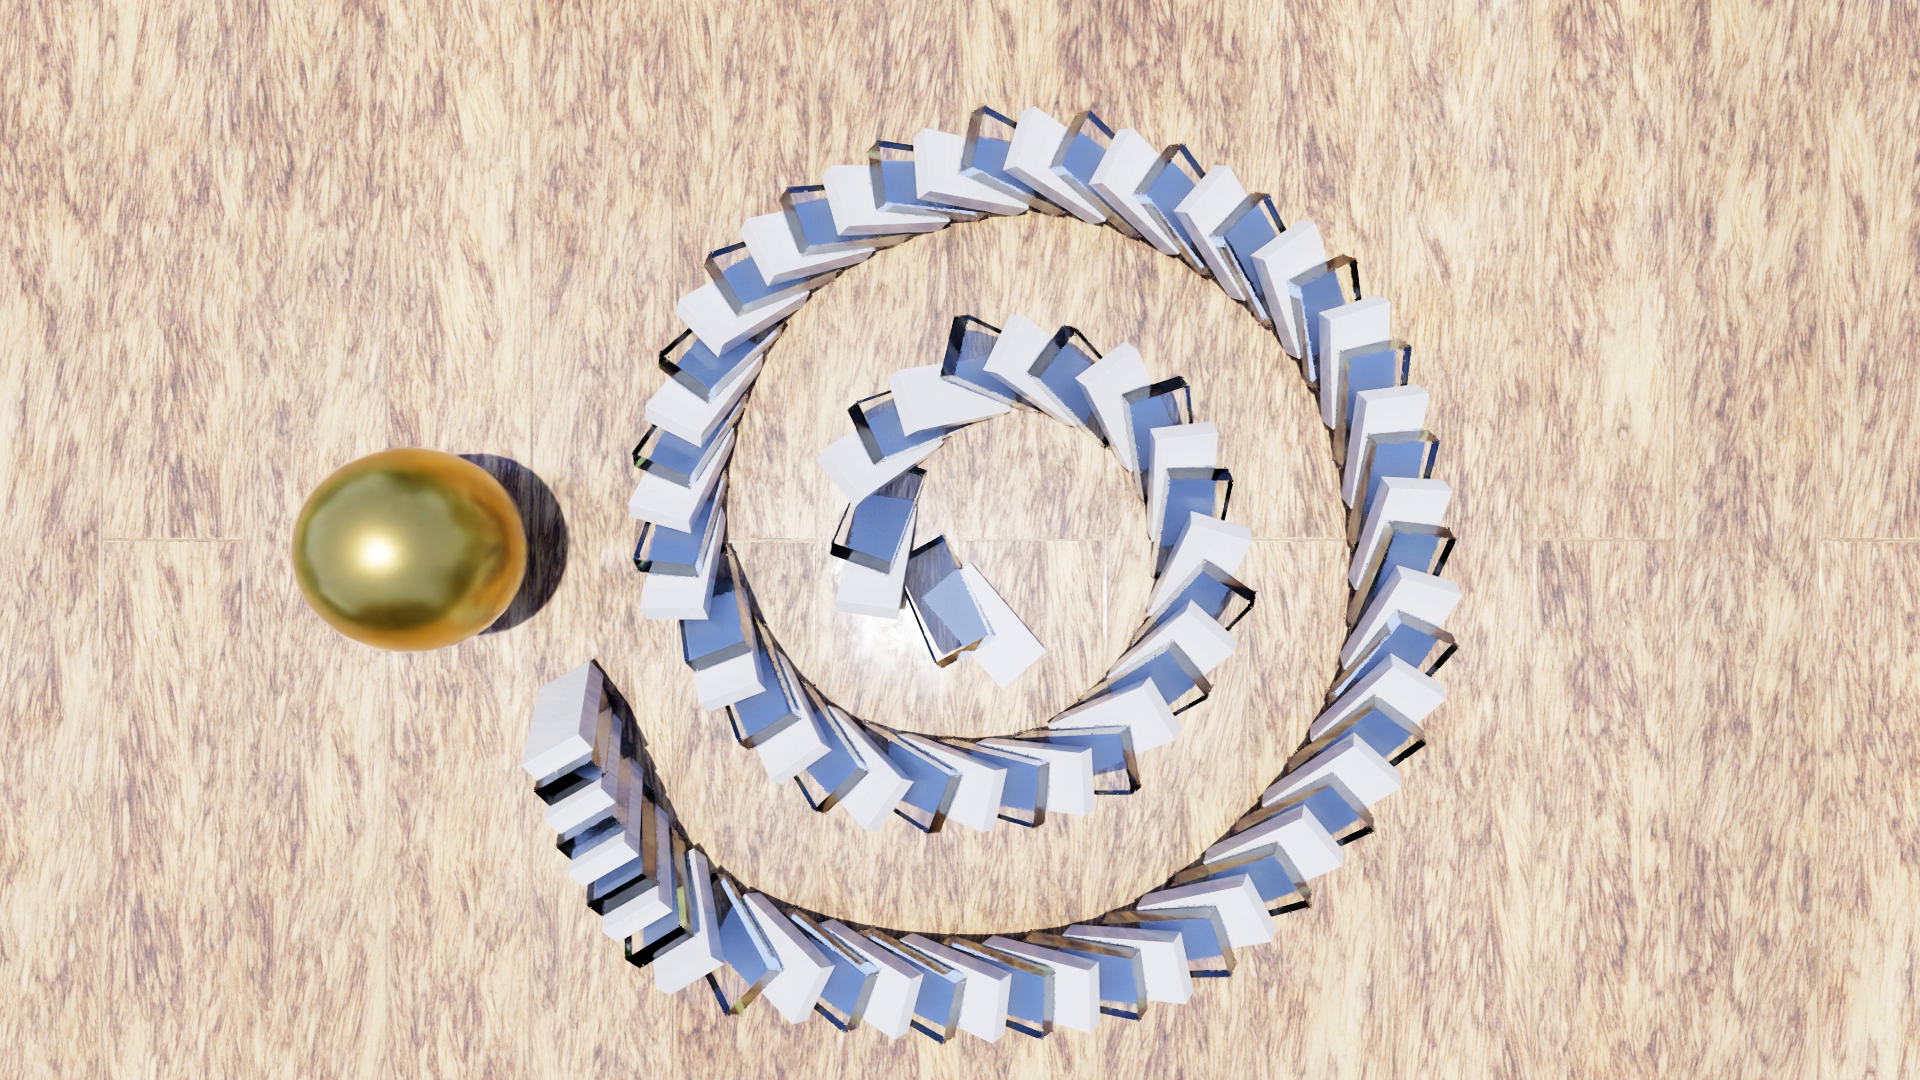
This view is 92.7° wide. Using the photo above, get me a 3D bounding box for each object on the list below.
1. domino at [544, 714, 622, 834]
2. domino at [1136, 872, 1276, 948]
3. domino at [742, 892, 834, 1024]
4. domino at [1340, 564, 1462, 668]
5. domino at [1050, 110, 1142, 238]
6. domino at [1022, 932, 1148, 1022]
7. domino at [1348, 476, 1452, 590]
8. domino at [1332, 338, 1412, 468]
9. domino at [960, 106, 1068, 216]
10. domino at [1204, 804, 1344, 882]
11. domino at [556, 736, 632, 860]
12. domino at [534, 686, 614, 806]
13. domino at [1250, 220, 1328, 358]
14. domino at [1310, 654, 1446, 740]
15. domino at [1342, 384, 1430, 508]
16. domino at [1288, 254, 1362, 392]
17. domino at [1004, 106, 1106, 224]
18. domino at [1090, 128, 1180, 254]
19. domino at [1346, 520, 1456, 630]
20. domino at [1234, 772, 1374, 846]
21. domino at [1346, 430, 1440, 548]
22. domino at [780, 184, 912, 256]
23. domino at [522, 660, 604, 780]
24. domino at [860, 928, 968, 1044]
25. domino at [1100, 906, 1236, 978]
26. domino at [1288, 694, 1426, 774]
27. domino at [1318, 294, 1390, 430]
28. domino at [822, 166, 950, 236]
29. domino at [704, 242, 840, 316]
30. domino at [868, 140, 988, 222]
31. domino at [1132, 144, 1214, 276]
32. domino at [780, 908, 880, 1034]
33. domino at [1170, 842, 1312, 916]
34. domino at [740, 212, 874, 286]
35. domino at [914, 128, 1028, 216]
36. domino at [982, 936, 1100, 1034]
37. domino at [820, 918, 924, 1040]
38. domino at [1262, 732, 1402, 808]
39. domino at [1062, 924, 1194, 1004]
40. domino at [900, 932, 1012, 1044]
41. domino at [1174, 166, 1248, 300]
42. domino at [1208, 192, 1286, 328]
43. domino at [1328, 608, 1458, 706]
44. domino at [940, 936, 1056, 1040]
[{"bbox_3d":[-0.154,0.094,0.376,0.025,0.050,0.010,-30,122,0],"label":"domino"},{"bbox_3d":[0.102,0.157,0.382,0.050,0.009,0.025,-28,90,34],"label":"domino"},{"bbox_3d":[-0.077,0.173,0.382,0.050,0.009,0.025,27,90,34],"label":"domino"},{"bbox_3d":[0.183,0.036,0.382,0.025,0.009,0.050,16,124,0],"label":"domino"},{"bbox_3d":[0.063,-0.152,0.382,0.050,0.010,0.025,27,90,-33],"label":"domino"},{"bbox_3d":[0.052,0.181,0.382,0.050,0.009,0.025,-7,90,33],"label":"domino"},{"bbox_3d":[0.183,-0.002,0.382,0.025,0.010,0.050,3,123,0],"label":"domino"},{"bbox_3d":[0.171,-0.056,0.382,0.025,0.010,0.050,-12,123,-1],"label":"domino"},{"bbox_3d":[0.025,-0.157,0.382,0.050,0.010,0.025,11,90,-34],"label":"domino"},{"bbox_3d":[0.130,0.132,0.383,0.025,0.009,0.050,50,123,0],"label":"domino"},{"bbox_3d":[-0.149,0.104,0.376,0.025,0.050,0.010,-30,122,0],"label":"domino"},{"bbox_3d":[-0.157,0.083,0.376,0.025,0.050,0.010,-29,122,0],"label":"domino"},{"bbox_3d":[0.142,-0.104,0.382,0.025,0.010,0.050,-35,124,0],"label":"domino"},{"bbox_3d":[0.173,0.072,0.382,0.025,0.010,0.050,32,123,0],"label":"domino"},{"bbox_3d":[0.177,-0.039,0.382,0.025,0.009,0.050,-7,123,0],"label":"domino"},{"bbox_3d":[0.154,-0.090,0.382,0.025,0.010,0.050,-26,124,-1],"label":"domino"},{"bbox_3d":[0.043,-0.155,0.382,0.050,0.009,0.025,17,90,-34],"label":"domino"},{"bbox_3d":[0.079,-0.144,0.382,0.050,0.009,0.025,29,90,-33],"label":"domino"},{"bbox_3d":[0.183,0.017,0.382,0.025,0.009,0.050,7,123,0],"label":"domino"},{"bbox_3d":[0.143,0.119,0.382,0.025,0.009,0.050,47,123,0],"label":"domino"},{"bbox_3d":[0.180,-0.020,0.382,0.025,0.010,0.050,-4,123,0],"label":"domino"},{"bbox_3d":[-0.047,-0.135,0.382,0.050,0.010,0.025,-20,90,-34],"label":"domino"},{"bbox_3d":[-0.162,0.073,0.376,0.025,0.050,0.010,-29,122,0],"label":"domino"},{"bbox_3d":[-0.023,0.185,0.383,0.050,0.010,0.025,12,90,33],"label":"domino"},{"bbox_3d":[0.086,0.168,0.382,0.050,0.010,0.025,-20,90,34],"label":"domino"},{"bbox_3d":[0.164,0.089,0.382,0.025,0.010,0.050,37,123,0],"label":"domino"},{"bbox_3d":[0.164,-0.074,0.382,0.025,0.009,0.050,-17,123,-1],"label":"domino"},{"bbox_3d":[-0.030,-0.142,0.382,0.050,0.009,0.025,-16,90,-34],"label":"domino"},{"bbox_3d":[-0.078,-0.114,0.382,0.050,0.009,0.025,-33,89,-34],"label":"domino"},{"bbox_3d":[-0.013,-0.149,0.382,0.050,0.010,0.025,-7,90,-33],"label":"domino"},{"bbox_3d":[0.096,-0.137,0.382,0.050,0.010,0.025,36,90,-33],"label":"domino"},{"bbox_3d":[-0.059,0.178,0.383,0.050,0.010,0.025,21,90,33],"label":"domino"},{"bbox_3d":[0.117,0.146,0.383,0.050,0.010,0.025,-33,90,33],"label":"domino"},{"bbox_3d":[-0.063,-0.125,0.382,0.050,0.010,0.025,-27,89,-34],"label":"domino"},{"bbox_3d":[0.005,-0.153,0.382,0.050,0.009,0.025,-4,90,-34],"label":"domino"},{"bbox_3d":[0.033,0.184,0.382,0.050,0.010,0.025,-1,90,33],"label":"domino"},{"bbox_3d":[-0.041,0.182,0.383,0.050,0.010,0.025,15,90,33],"label":"domino"},{"bbox_3d":[0.154,0.104,0.382,0.025,0.009,0.050,41,123,0],"label":"domino"},{"bbox_3d":[0.069,0.176,0.382,0.050,0.010,0.025,-12,90,33],"label":"domino"},{"bbox_3d":[-0.004,0.186,0.383,0.050,0.010,0.025,7,90,33],"label":"domino"},{"bbox_3d":[0.112,-0.127,0.382,0.025,0.010,0.050,-48,123,0],"label":"domino"},{"bbox_3d":[0.127,-0.116,0.382,0.025,0.010,0.050,-45,123,0],"label":"domino"},{"bbox_3d":[0.179,0.054,0.382,0.025,0.010,0.050,24,124,0],"label":"domino"},{"bbox_3d":[0.015,0.186,0.382,0.050,0.009,0.025,3,90,33],"label":"domino"}]
